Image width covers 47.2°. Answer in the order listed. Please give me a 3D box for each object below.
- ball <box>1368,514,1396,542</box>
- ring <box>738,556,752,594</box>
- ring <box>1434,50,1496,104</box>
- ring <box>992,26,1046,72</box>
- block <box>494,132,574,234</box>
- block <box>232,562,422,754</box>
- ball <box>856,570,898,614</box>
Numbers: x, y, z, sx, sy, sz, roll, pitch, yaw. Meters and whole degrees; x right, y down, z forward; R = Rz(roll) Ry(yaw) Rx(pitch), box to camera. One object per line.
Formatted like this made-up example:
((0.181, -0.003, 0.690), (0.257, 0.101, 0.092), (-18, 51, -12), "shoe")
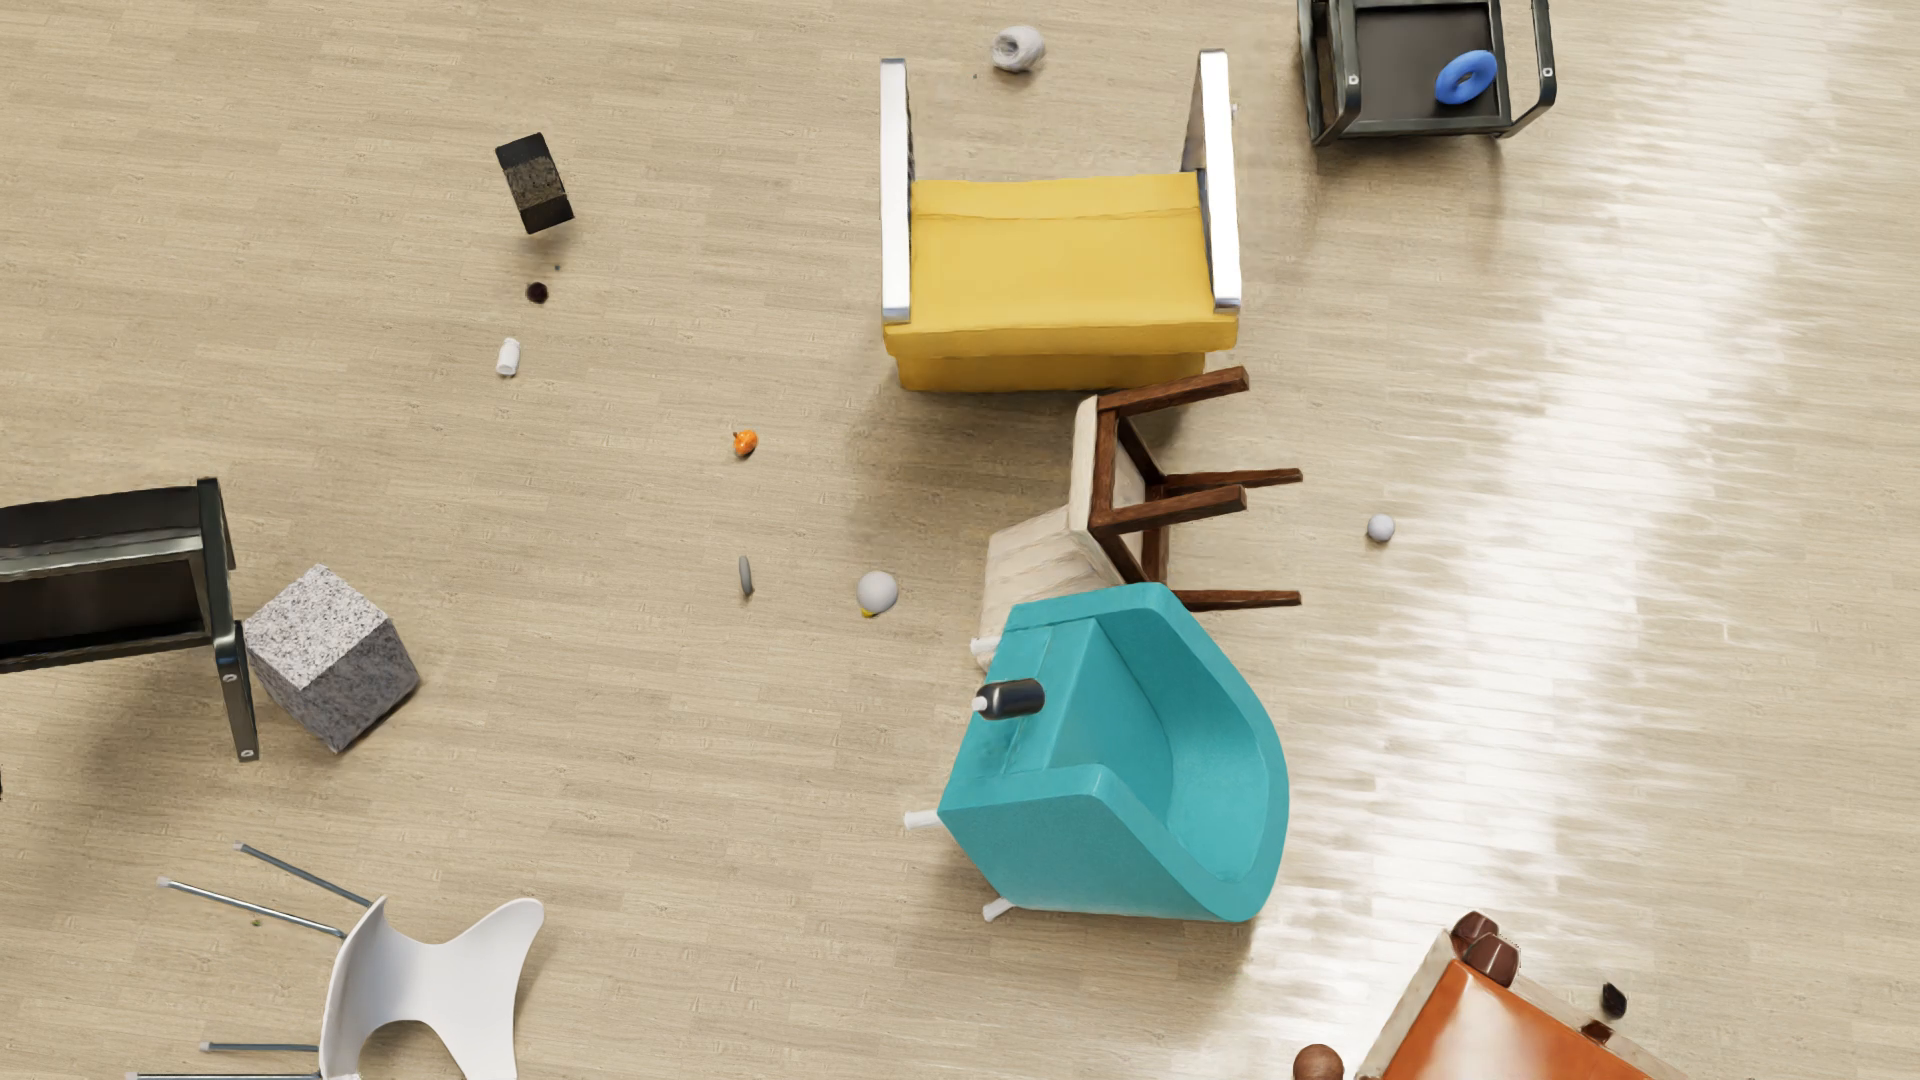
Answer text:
((1.254, -0.037, 6.549), (0.082, 0.082, 0.082), (0, 56, 0), "ball")
((-0.627, 0.102, 6.428), (0.029, 0.130, 0.102), (-7, 47, -4), "ring")
((1.642, -1.500, 7.140), (0.217, 0.234, 0.055), (-17, 63, -11), "ring")
((0.202, -1.701, 7.608), (0.190, 0.155, 0.128), (-3, 14, 46), "ring")
((-1.355, -1.136, 7.006), (0.157, 0.195, 0.215), (-22, 59, -7), "block")
((-1.765, 0.328, 6.142), (0.311, 0.314, 0.310), (33, 62, 28), "block")
((-0.212, 0.133, 5.636), (0.109, 0.109, 0.109), (0, 56, 0), "ball")
